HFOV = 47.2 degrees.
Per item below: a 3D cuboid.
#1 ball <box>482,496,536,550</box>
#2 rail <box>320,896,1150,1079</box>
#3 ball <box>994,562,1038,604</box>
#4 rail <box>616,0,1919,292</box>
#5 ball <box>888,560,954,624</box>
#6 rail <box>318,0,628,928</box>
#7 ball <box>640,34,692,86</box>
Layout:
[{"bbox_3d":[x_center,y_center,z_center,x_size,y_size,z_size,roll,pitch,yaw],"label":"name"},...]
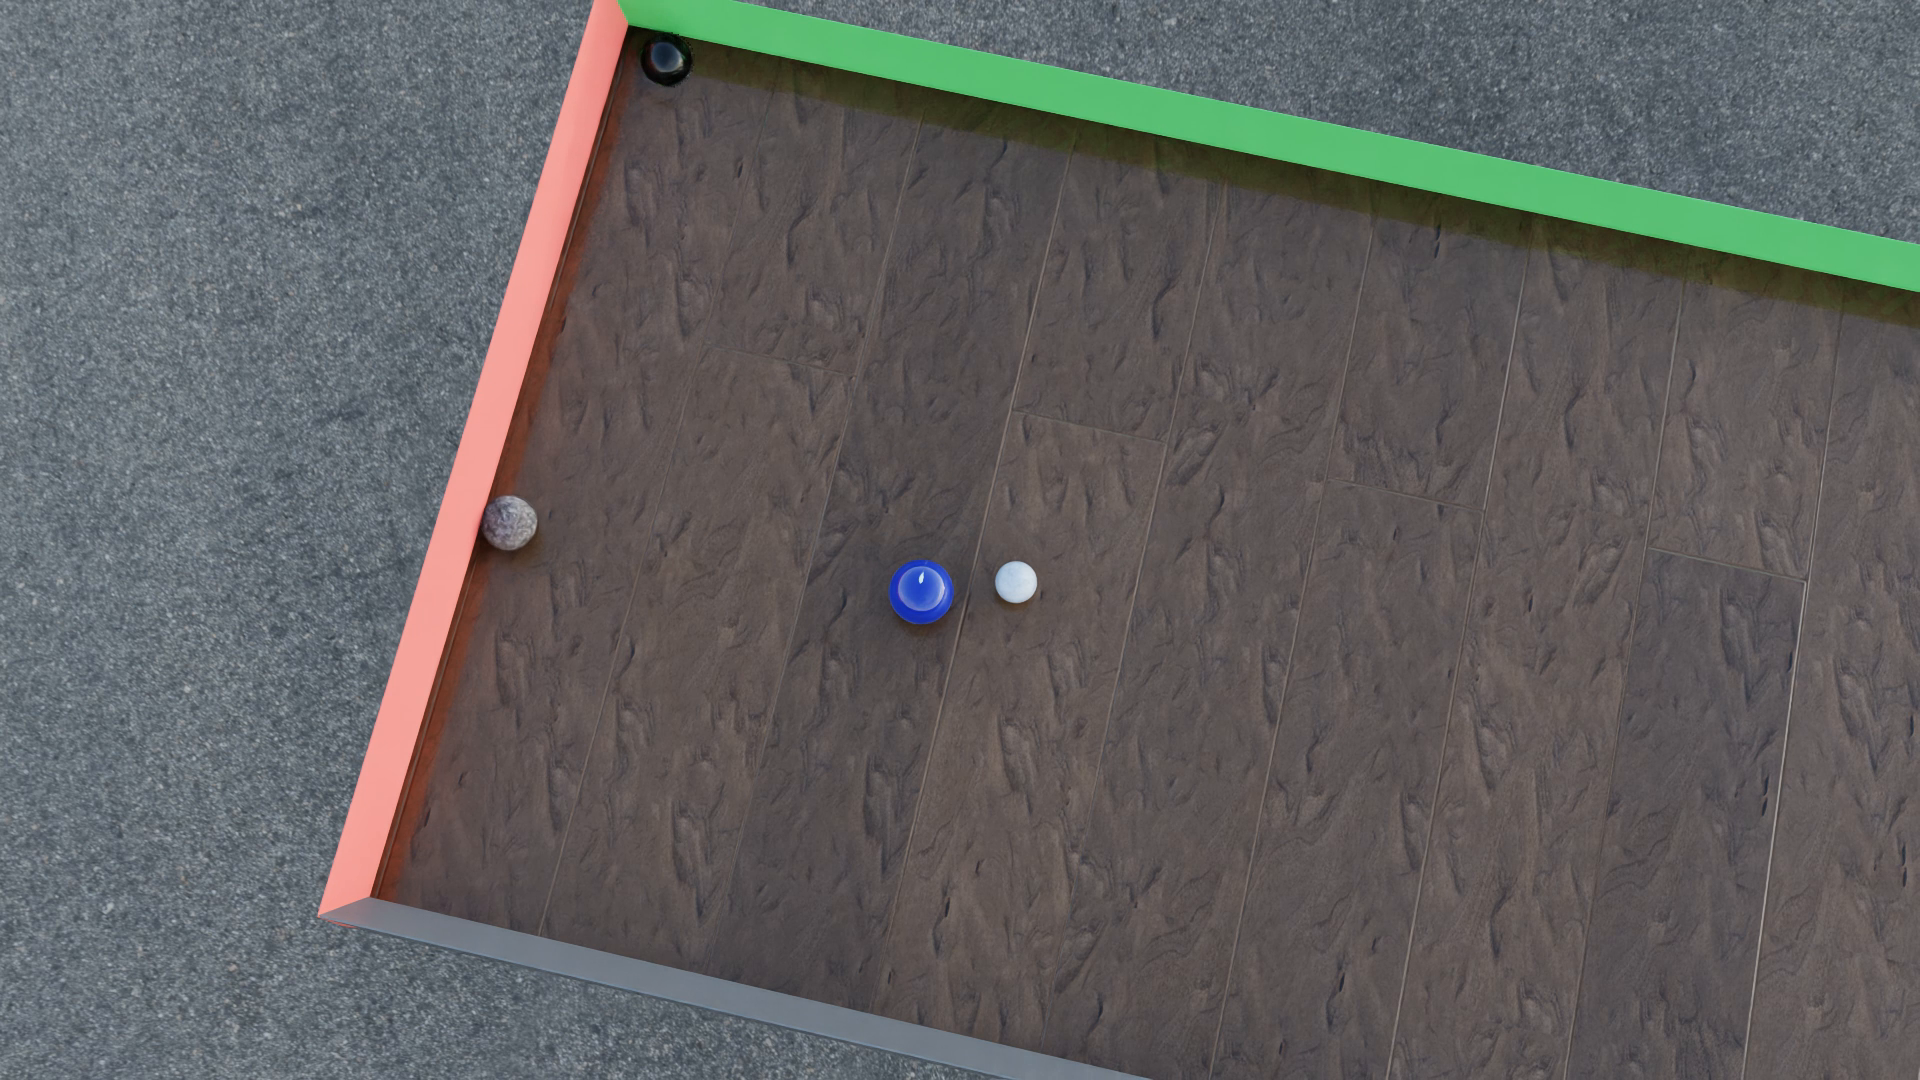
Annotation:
[{"bbox_3d":[-0.688,-0.026,3.355,0.083,0.083,0.083,0,75,0],"label":"ball"},{"bbox_3d":[0.576,0.853,3.088,3.039,0.128,0.045,12,75,3],"label":"rail"},{"bbox_3d":[0.085,0.064,3.340,0.064,0.064,0.064,0,75,0],"label":"ball"},{"bbox_3d":[0.905,-0.540,3.473,3.039,0.128,0.045,12,75,3],"label":"rail"},{"bbox_3d":[-0.059,0.078,3.318,0.099,0.099,0.099,0,75,0],"label":"ball"},{"bbox_3d":[-0.718,-0.164,3.369,0.045,0.128,1.529,12,75,3],"label":"rail"},{"bbox_3d":[-0.475,-0.778,3.563,0.083,0.083,0.083,0,75,0],"label":"ball"}]
